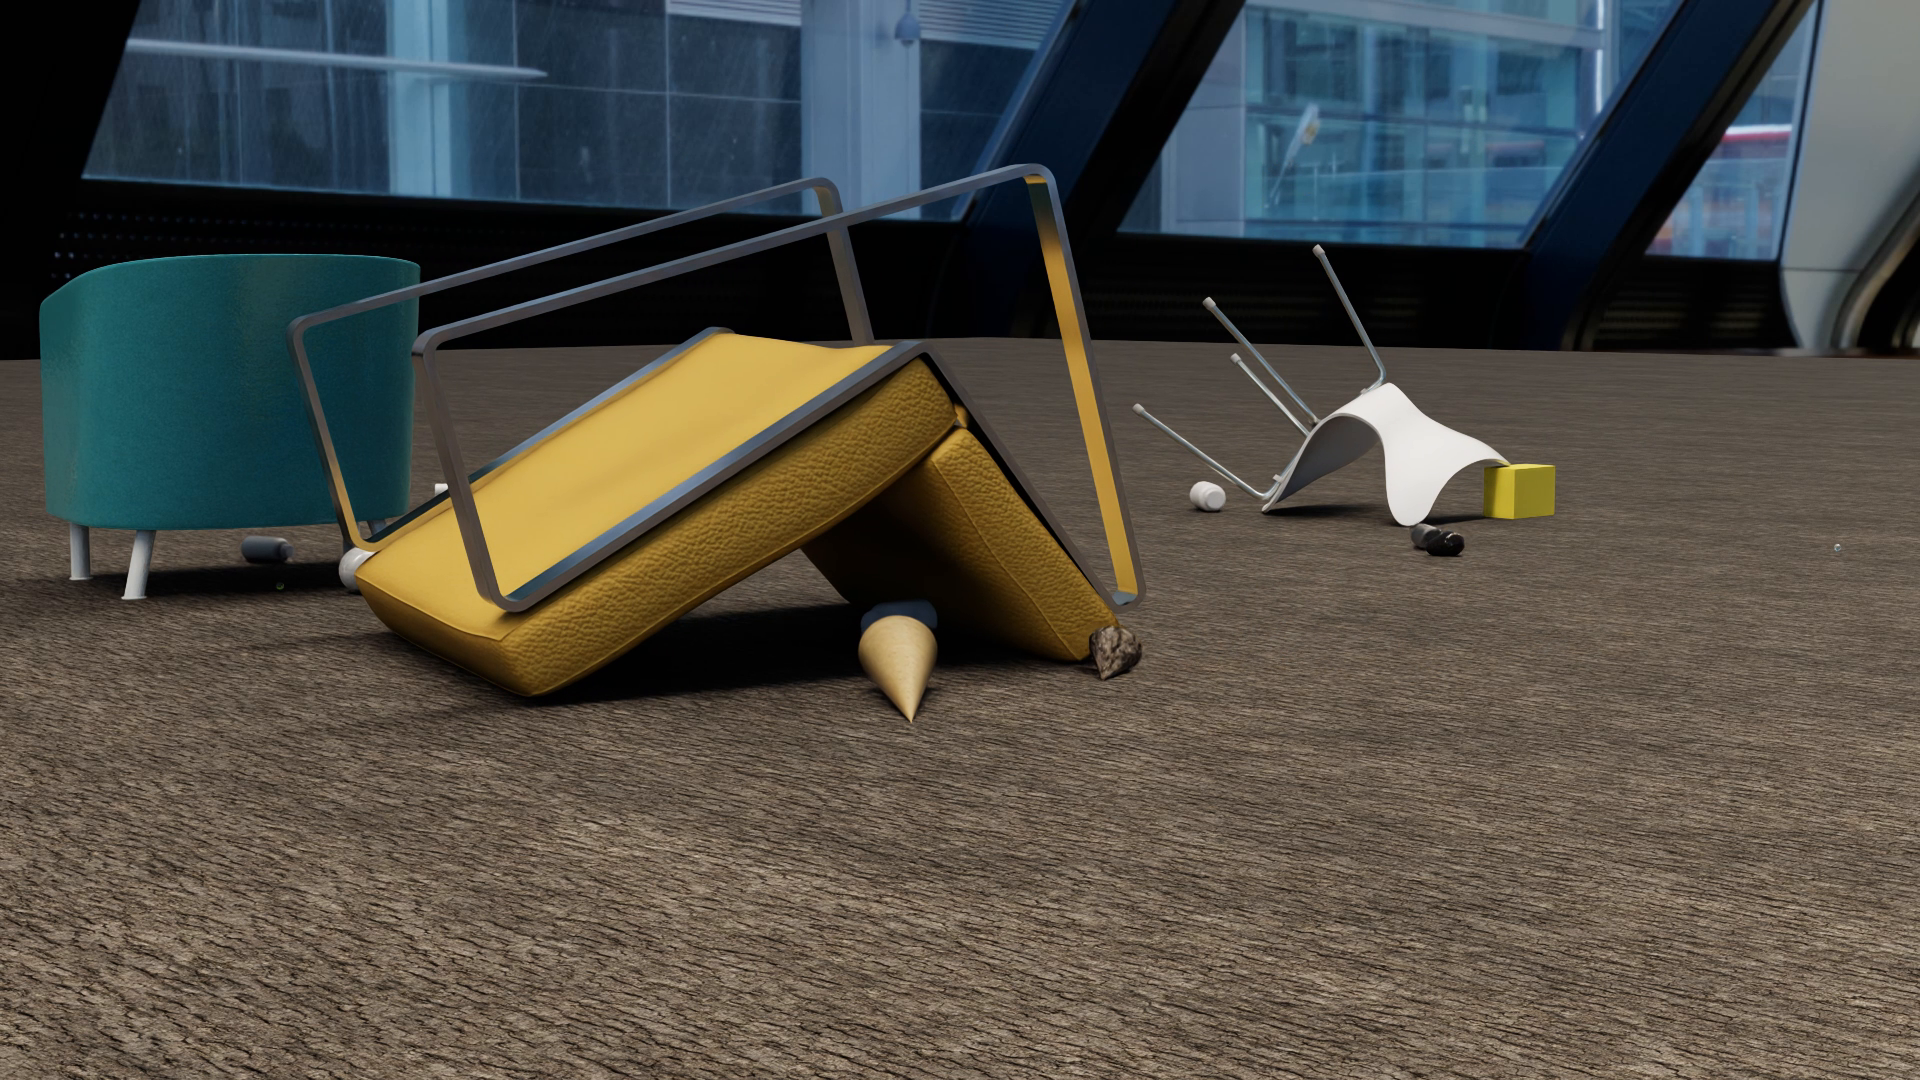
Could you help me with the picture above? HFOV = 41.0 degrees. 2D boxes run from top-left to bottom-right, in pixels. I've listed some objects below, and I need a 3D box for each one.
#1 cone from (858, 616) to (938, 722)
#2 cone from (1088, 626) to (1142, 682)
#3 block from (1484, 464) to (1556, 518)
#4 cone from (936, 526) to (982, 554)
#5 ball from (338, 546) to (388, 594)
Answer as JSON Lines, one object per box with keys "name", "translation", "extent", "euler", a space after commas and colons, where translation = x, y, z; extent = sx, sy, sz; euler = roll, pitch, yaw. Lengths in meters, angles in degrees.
{"name": "cone", "translation": [-0.085, 0.224, 3.943], "extent": [0.128, 0.122, 0.325], "euler": [12, 15, -8]}
{"name": "cone", "translation": [0.246, 0.205, 4.241], "extent": [0.092, 0.074, 0.142], "euler": [21, 24, 4]}
{"name": "block", "translation": [1.539, -0.134, 7.056], "extent": [0.186, 0.135, 0.101], "euler": [-5, 8, -41]}
{"name": "cone", "translation": [-0.002, 0.012, 6.138], "extent": [0.111, 0.078, 0.054], "euler": [-6, -30, -4]}
{"name": "ball", "translation": [-1.241, 0.062, 5.330], "extent": [0.099, 0.099, 0.099], "euler": [0, 6, 0]}
